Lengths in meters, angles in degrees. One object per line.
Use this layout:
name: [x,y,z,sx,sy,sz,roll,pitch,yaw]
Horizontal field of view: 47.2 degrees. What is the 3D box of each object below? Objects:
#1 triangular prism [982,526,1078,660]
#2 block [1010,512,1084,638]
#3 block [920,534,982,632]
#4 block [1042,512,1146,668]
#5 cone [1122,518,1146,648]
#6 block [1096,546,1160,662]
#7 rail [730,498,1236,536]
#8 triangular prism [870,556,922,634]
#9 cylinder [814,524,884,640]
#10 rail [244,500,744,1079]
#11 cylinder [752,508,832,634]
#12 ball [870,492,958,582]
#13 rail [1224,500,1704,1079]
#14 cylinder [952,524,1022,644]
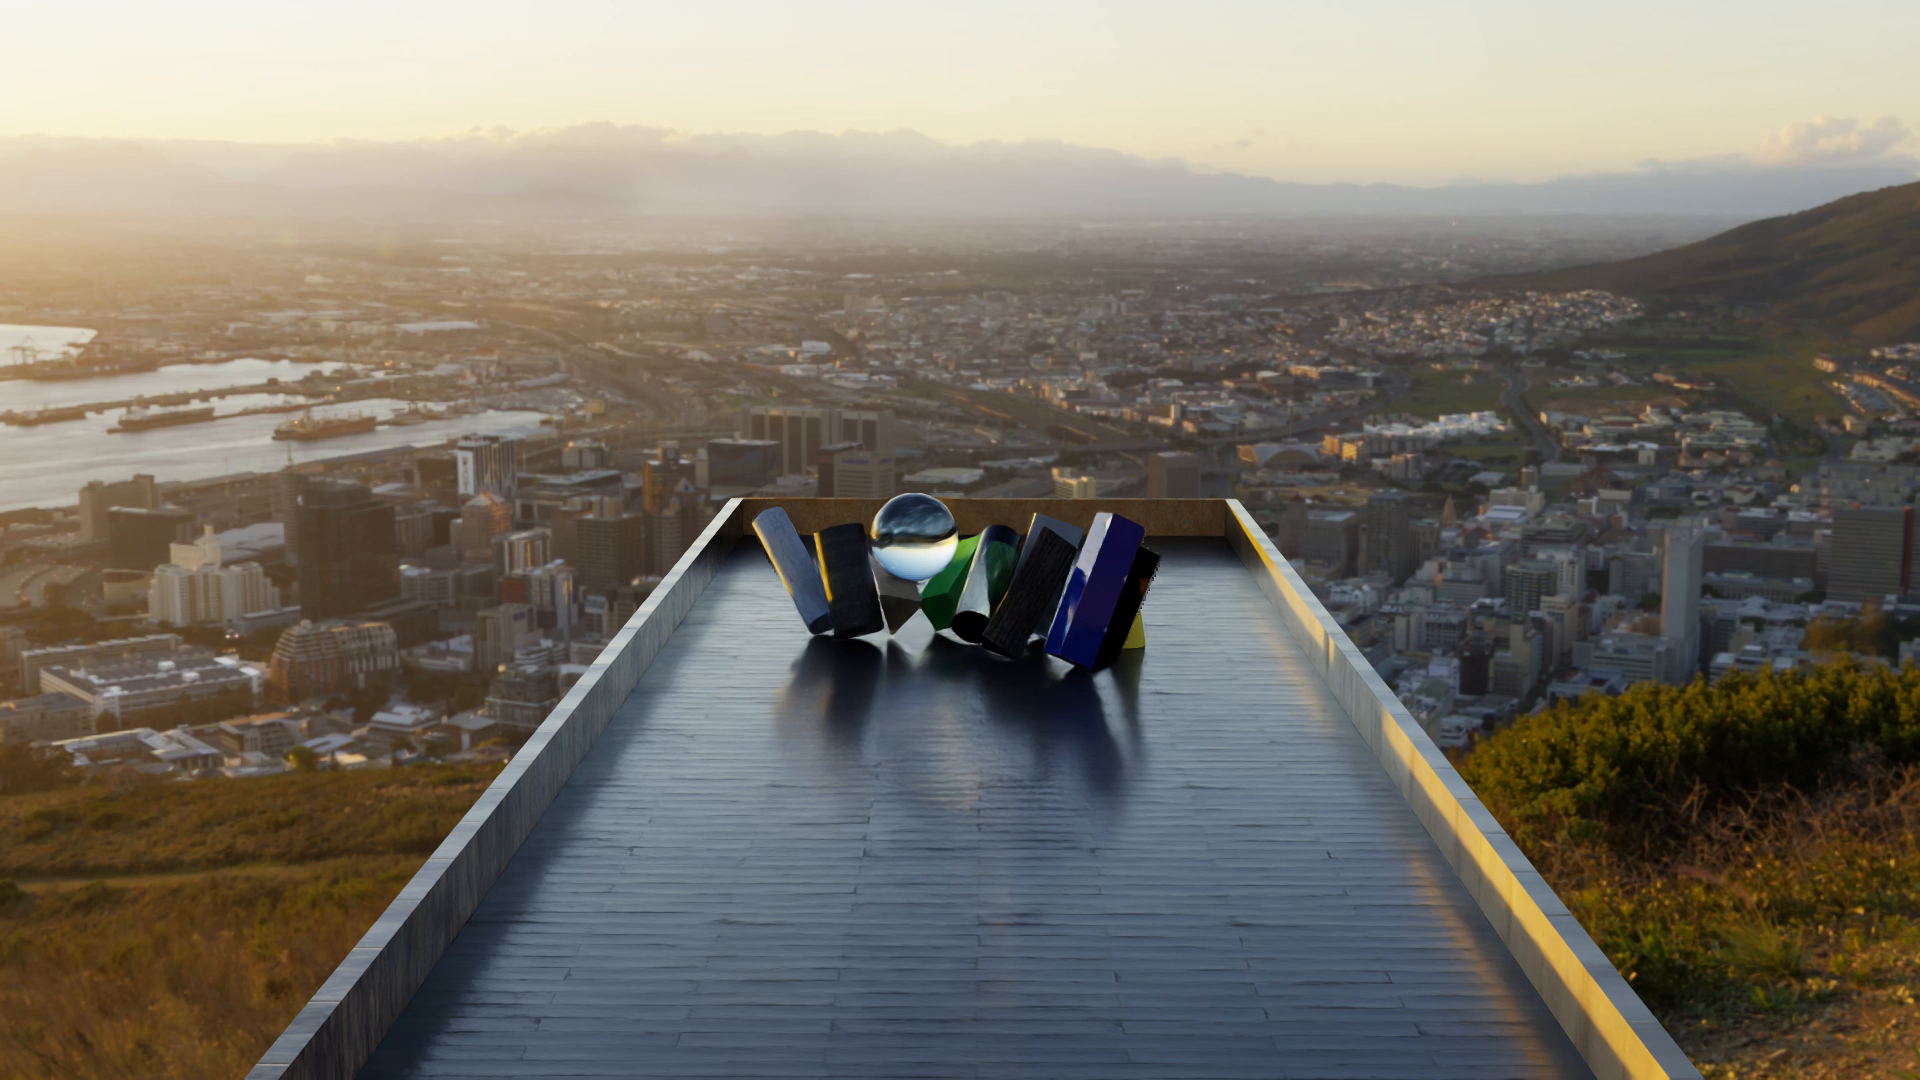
triangular prism: [0.195,0.165,6.791,0.138,0.400,0.119,35,-17,-17]
block: [0.257,0.112,6.980,0.158,0.362,0.158,19,-1,0]
block: [0.003,0.137,7.198,0.129,0.129,0.331,-16,26,35]
block: [0.401,0.149,6.576,0.116,0.453,0.116,24,-7,-21]
cone: [0.523,0.126,6.903,0.125,0.411,0.125,0,9,0]
block: [0.464,0.179,6.710,0.123,0.348,0.123,25,-5,-30]
rail: [0.099,-0.098,9.147,2.100,0.150,0.050,0,9,1]
triangular prism: [-0.239,0.153,7.176,0.126,0.146,0.356,41,9,-20]
cylinder: [-0.352,0.131,6.989,0.160,0.337,0.160,-12,-10,-2]
rail: [-1.004,0.839,3.234,0.050,0.150,12.000,0,9,1]
cylinder: [-0.531,0.097,7.161,0.118,0.118,0.442,-7,54,-37]
ball: [-0.148,-0.010,7.153,0.288,0.288,0.288,0,9,0]
rail: [1.046,0.843,3.208,0.050,0.150,12.000,0,9,1]
cylinder: [0.089,0.139,7.045,0.141,0.141,0.418,2,41,15]
